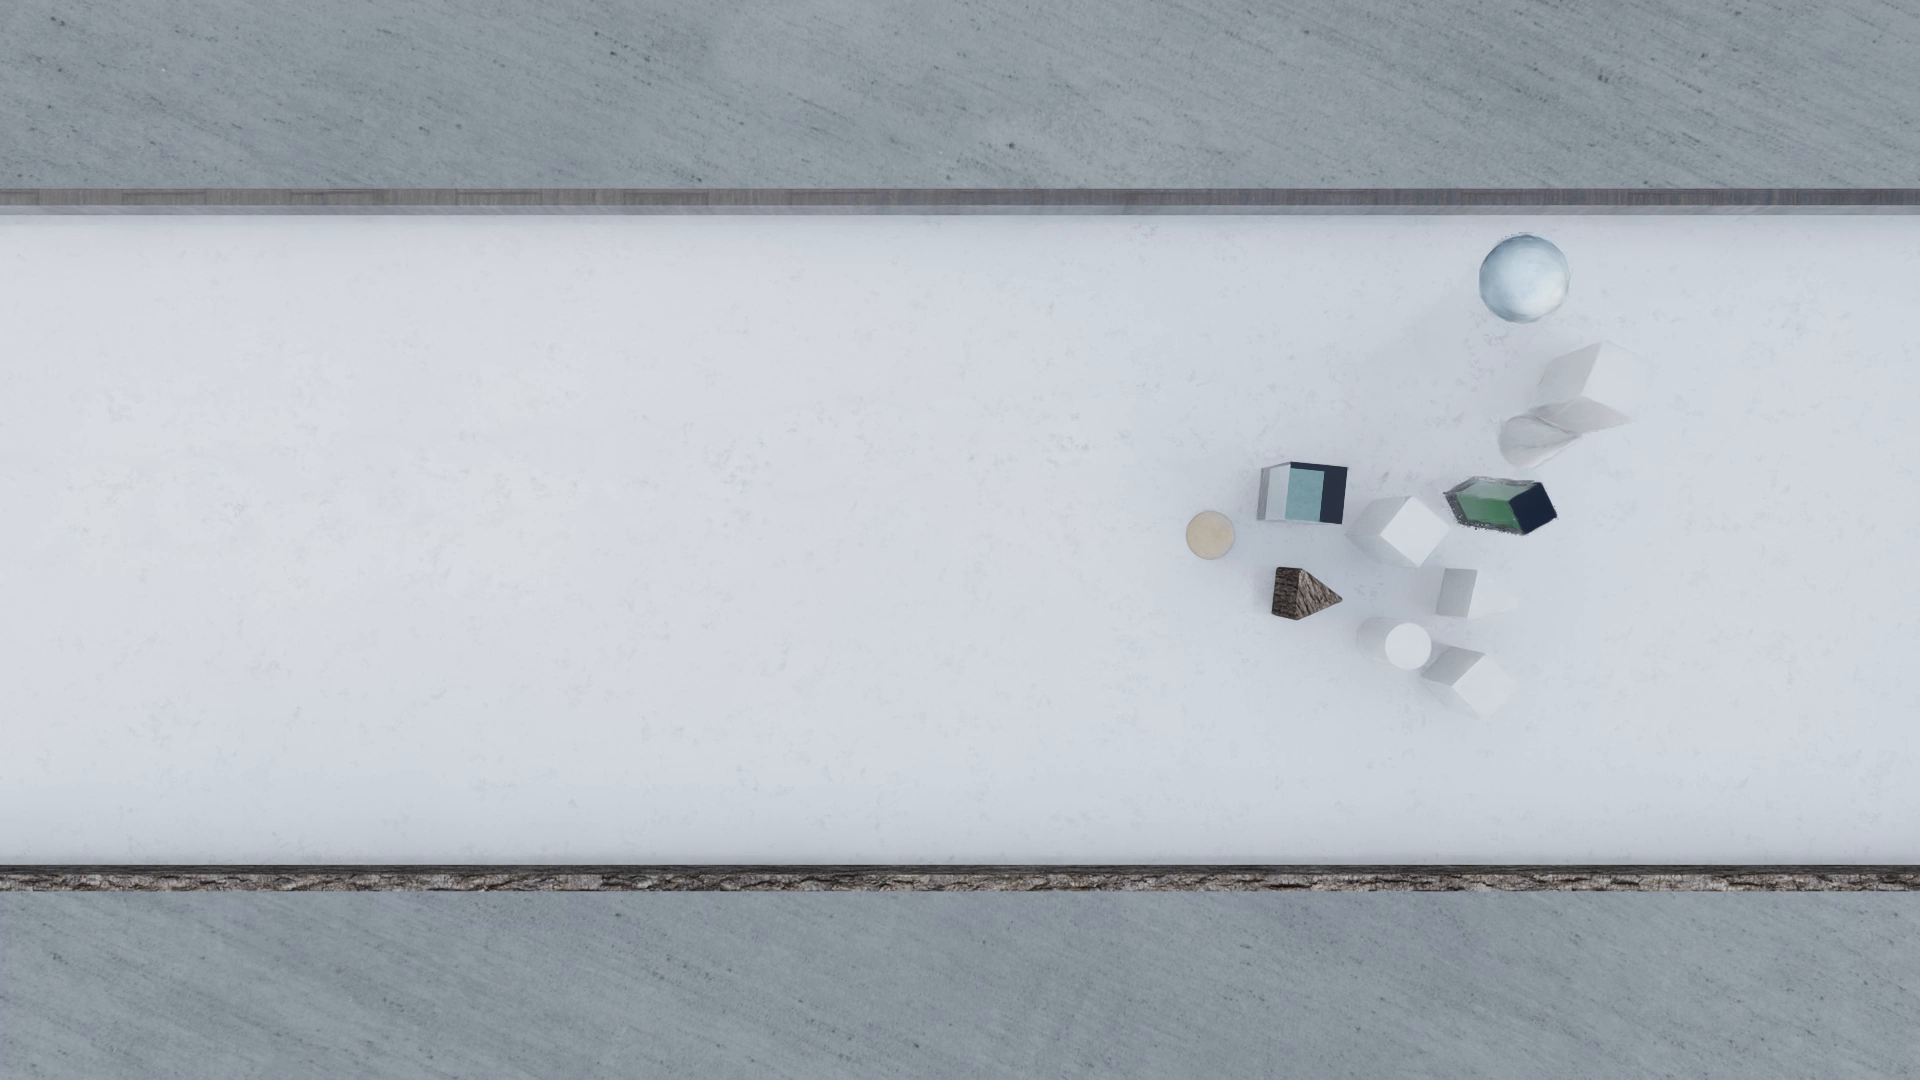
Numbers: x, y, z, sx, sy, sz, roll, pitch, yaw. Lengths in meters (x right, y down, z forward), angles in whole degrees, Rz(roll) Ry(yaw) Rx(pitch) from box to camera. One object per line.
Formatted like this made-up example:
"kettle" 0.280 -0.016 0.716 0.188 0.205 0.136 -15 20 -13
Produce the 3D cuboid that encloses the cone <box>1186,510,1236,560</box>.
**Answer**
"cone" 0.771 -0.014 4.854 0.152 0.446 0.152 0 90 0

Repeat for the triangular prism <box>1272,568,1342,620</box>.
"triangular prism" 1.003 0.142 4.900 0.147 0.354 0.127 -23 90 0

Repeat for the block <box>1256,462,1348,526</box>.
"block" 1.001 -0.133 4.854 0.162 0.446 0.162 6 90 0

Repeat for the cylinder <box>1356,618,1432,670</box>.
"cylinder" 1.286 0.305 4.904 0.134 0.345 0.134 0 90 0

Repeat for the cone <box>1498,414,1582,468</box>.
"cone" 1.743 -0.297 4.848 0.166 0.451 0.166 0 92 -1

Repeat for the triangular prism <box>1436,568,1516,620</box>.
"triangular prism" 1.518 0.146 4.917 0.149 0.318 0.129 -17 90 0

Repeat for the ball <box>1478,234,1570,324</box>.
"ball" 1.582 -0.731 4.625 0.246 0.246 0.246 0 90 0

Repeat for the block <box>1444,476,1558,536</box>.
"block" 1.581 -0.105 4.843 0.111 0.452 0.111 -28 97 -3

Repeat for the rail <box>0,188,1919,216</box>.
"rail" -2.247 -1.025 5.002 12.000 0.150 0.050 0 90 0

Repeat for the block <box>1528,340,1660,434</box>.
"block" 1.861 -0.446 4.864 0.172 0.419 0.172 24 88 0

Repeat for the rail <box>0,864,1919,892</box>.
"rail" -2.247 1.025 5.001 12.000 0.150 0.050 0 90 0

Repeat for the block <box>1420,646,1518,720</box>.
"block" 1.510 0.423 4.909 0.137 0.335 0.137 -44 90 0

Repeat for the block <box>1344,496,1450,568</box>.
"block" 1.282 -0.025 4.861 0.143 0.432 0.143 39 90 0
